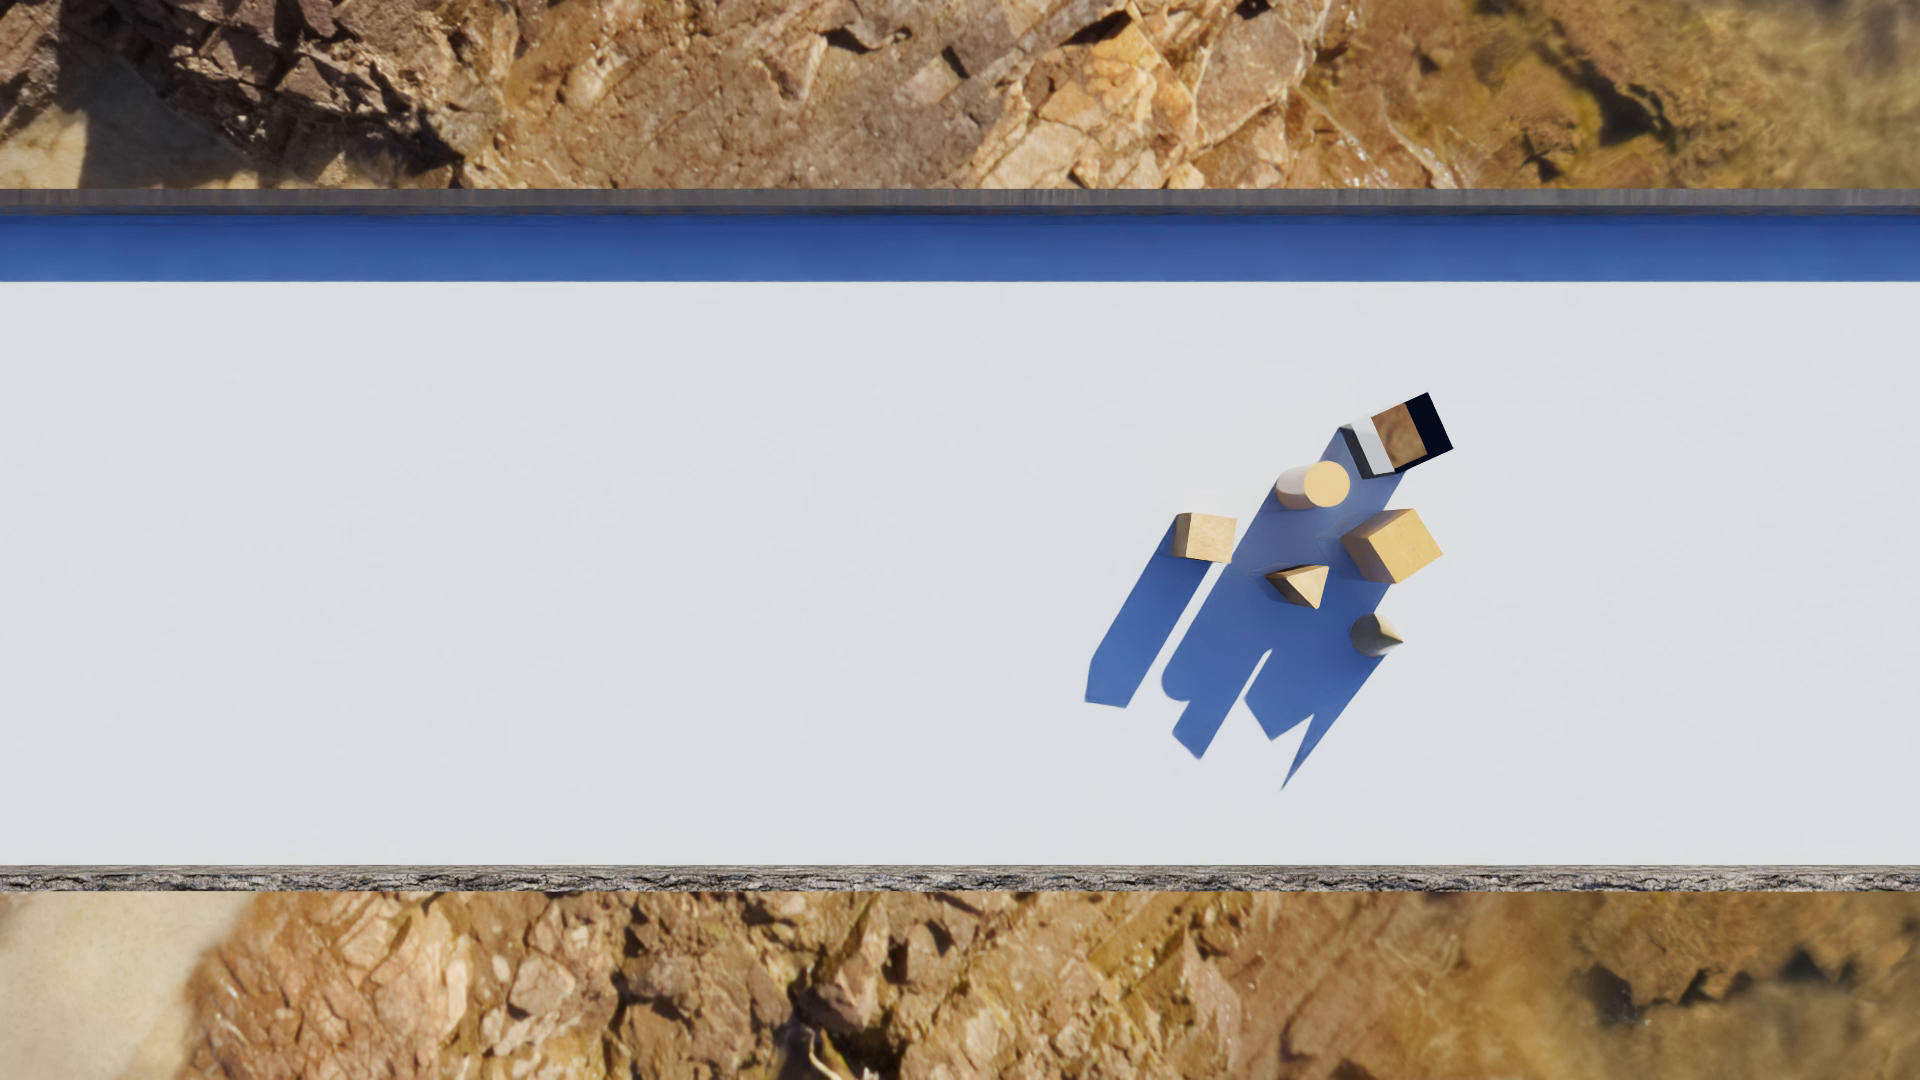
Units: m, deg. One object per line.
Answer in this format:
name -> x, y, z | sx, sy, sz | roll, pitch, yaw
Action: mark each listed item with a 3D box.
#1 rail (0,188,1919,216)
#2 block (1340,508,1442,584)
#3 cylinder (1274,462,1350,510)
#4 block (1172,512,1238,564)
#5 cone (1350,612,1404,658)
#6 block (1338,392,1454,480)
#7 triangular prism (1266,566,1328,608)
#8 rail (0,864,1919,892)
rail -> -2.247, -1.025, 5.002 | 12.000, 0.150, 0.050 | 0, 90, 0
block -> 1.275, 0.018, 4.897 | 0.157, 0.359, 0.157 | -33, 90, 0
cylinder -> 1.034, -0.158, 4.863 | 0.130, 0.428, 0.130 | 0, 90, 0
block -> 0.724, -0.006, 4.913 | 0.131, 0.326, 0.131 | 8, 90, 0
cone -> 1.272, 0.293, 4.898 | 0.138, 0.357, 0.138 | 0, 90, 0
block -> 1.284, -0.303, 4.880 | 0.179, 0.393, 0.179 | -24, 90, 0
triangular prism -> 1.018, 0.115, 4.902 | 0.124, 0.349, 0.107 | 45, 90, 0
rail -> -2.247, 1.025, 5.001 | 12.000, 0.150, 0.050 | 0, 90, 0
